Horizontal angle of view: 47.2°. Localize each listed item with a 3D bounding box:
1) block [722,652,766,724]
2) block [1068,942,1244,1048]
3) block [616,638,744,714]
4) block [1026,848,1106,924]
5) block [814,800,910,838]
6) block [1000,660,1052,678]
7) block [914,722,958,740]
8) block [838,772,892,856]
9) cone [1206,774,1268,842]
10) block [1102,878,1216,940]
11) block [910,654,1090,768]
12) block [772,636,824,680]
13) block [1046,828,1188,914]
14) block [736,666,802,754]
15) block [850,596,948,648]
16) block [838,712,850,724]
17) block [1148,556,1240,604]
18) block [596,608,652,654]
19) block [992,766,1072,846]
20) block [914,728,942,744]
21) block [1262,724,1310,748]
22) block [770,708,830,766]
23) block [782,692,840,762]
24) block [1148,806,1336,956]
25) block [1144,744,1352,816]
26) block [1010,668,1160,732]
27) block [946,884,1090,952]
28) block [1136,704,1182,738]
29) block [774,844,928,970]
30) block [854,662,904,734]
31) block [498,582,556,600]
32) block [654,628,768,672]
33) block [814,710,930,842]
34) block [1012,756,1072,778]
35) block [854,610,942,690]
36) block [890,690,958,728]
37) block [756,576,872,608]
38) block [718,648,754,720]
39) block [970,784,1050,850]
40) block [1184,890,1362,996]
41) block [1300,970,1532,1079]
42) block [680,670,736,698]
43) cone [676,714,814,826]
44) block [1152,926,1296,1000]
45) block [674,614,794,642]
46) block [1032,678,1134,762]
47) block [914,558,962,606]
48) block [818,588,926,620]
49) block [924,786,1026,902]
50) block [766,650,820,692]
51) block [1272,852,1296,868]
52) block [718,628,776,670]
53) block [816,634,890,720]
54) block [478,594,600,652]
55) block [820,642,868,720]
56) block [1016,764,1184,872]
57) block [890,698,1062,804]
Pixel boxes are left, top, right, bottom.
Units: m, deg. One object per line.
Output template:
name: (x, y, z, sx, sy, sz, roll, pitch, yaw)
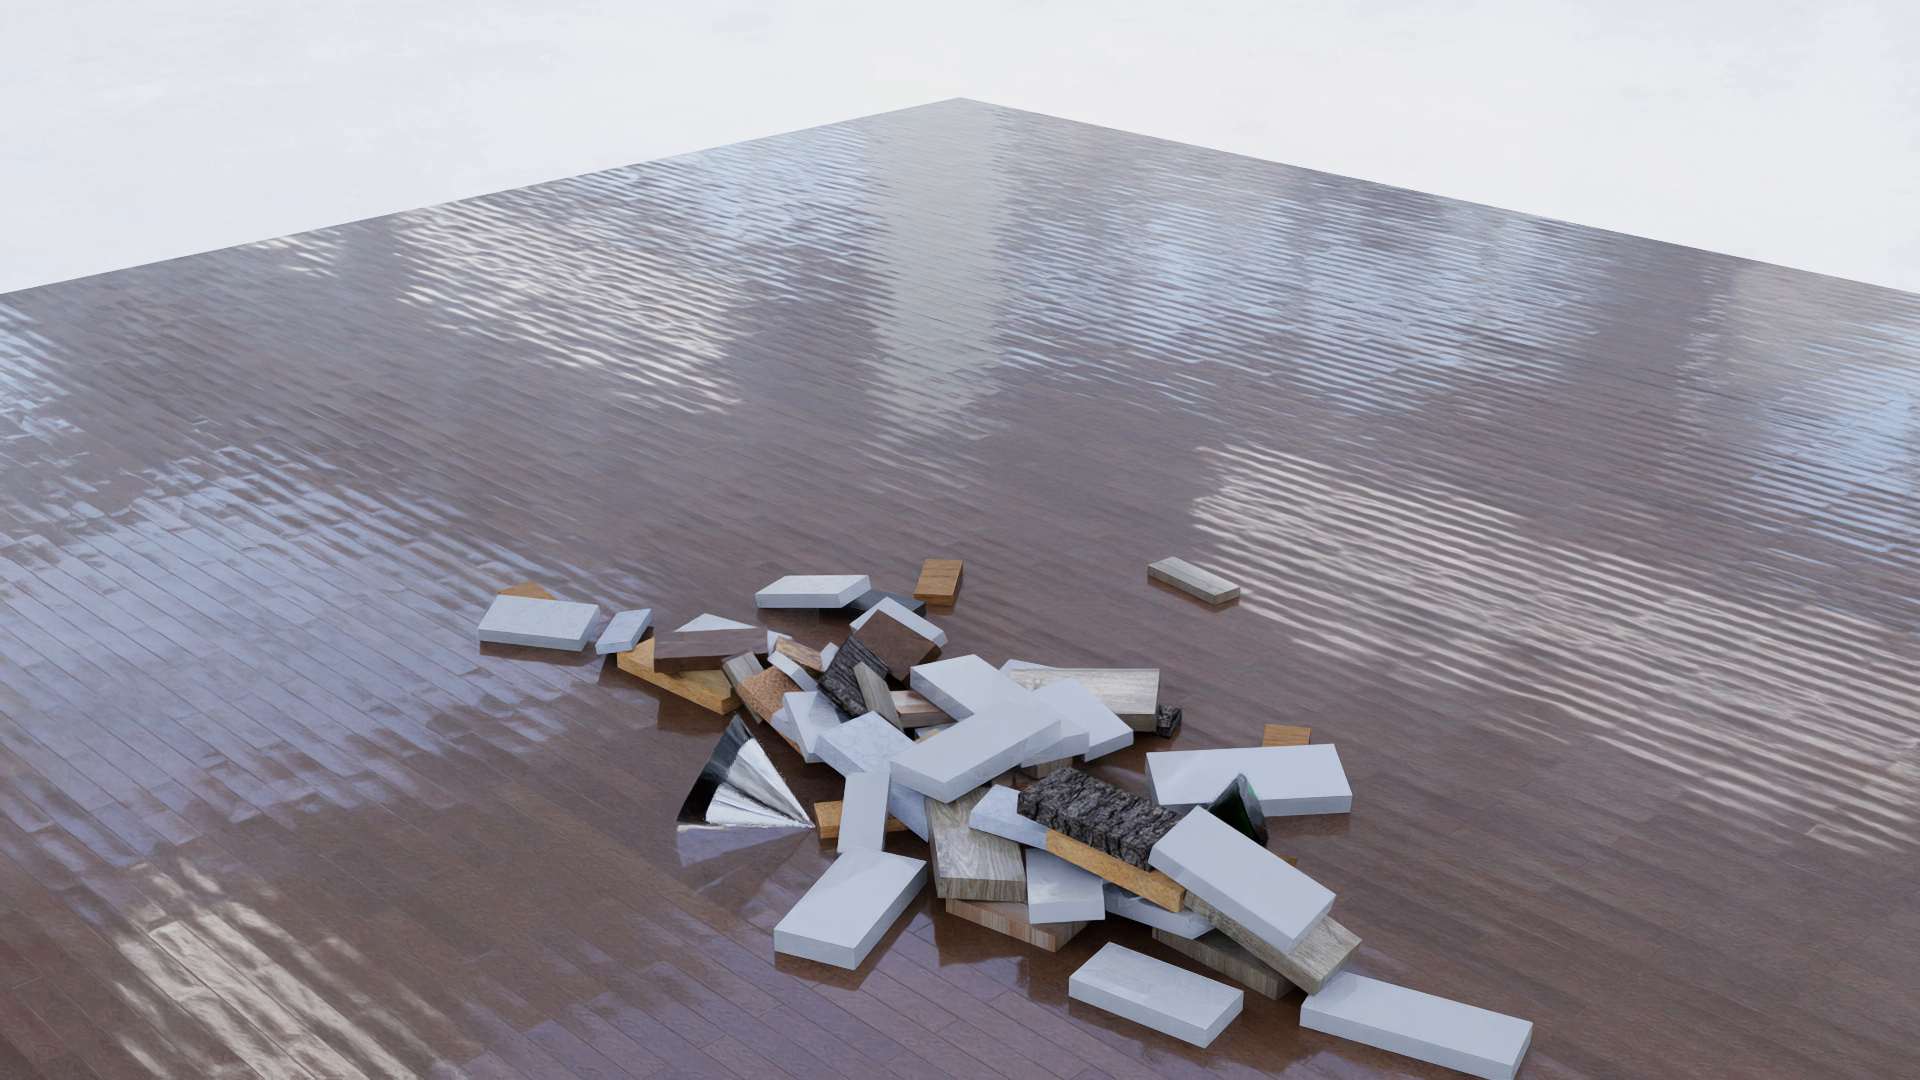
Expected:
block: (-0.450, 0.324, 4.833, 0.076, 0.022, 0.152, -22, 73, -43)
block: (0.342, 0.793, 3.843, 0.272, 0.039, 0.136, 15, 27, 31)
block: (-0.614, 0.304, 4.997, 0.356, 0.036, 0.128, 19, 30, 38)
block: (0.193, 0.638, 4.087, 0.136, 0.039, 0.272, -4, 13, 1)
block: (-0.192, 0.555, 4.419, 0.191, 0.027, 0.095, -4, 23, -10)
block: (0.197, 0.326, 4.950, 0.231, 0.033, 0.116, 10, 25, 22)
block: (-0.018, 0.450, 4.663, 0.101, 0.029, 0.202, -7, 24, -17)
block: (-0.187, 0.541, 4.328, 0.088, 0.025, 0.175, -1, 55, 10)
cone: (0.514, 0.556, 4.366, 0.146, 0.146, 0.146, -23, 18, 16)
block: (0.381, 0.660, 4.055, 0.142, 0.040, 0.283, -19, 16, -33)
block: (0.078, 0.358, 4.680, 0.161, 0.046, 0.487, -10, 21, -27)
block: (-0.343, 0.277, 4.987, 0.167, 0.024, 0.084, 23, 23, -10)
block: (0.323, 0.582, 4.056, 0.299, 0.042, 0.149, 22, 30, 34)
block: (-0.370, 0.367, 4.747, 0.217, 0.031, 0.108, 41, 41, 23)
block: (-0.145, 0.218, 5.150, 0.117, 0.033, 0.234, -37, 37, -20)
block: (-0.217, 0.440, 4.598, 0.191, 0.027, 0.095, 35, 38, 26)
block: (0.583, 0.100, 5.493, 0.088, 0.025, 0.239, -17, 28, -35)
block: (-0.789, 0.214, 5.173, 0.084, 0.024, 0.241, -7, 16, 6)
block: (0.147, 0.518, 4.481, 0.164, 0.047, 0.329, 0, 23, 1)
block: (-0.022, 0.455, 4.567, 0.101, 0.029, 0.202, -31, 31, -31)
block: (0.688, 0.450, 4.665, 0.096, 0.027, 0.192, 5, 23, 11)
block: (-0.283, 0.414, 4.661, 0.217, 0.031, 0.108, 31, 37, 22)
block: (-0.299, 0.389, 4.590, 0.095, 0.027, 0.191, -1, 37, -23)
block: (0.500, 0.602, 3.910, 0.299, 0.042, 0.149, 32, 42, 24)
block: (0.587, 0.495, 4.494, 0.394, 0.046, 0.162, -2, 35, -5)
block: (0.268, 0.348, 4.805, 0.328, 0.047, 0.164, 0, 32, 10)
block: (0.107, 0.688, 4.096, 0.241, 0.034, 0.121, 15, 27, 32)
block: (0.381, 0.386, 4.816, 0.192, 0.027, 0.096, 8, 24, 19)
block: (-0.200, 0.680, 4.099, 0.161, 0.046, 0.322, 9, 25, 21)
block: (-0.173, 0.342, 4.689, 0.025, 0.088, 0.175, -38, 37, 11)
block: (-1.040, 0.156, 5.359, 0.094, 0.027, 0.189, -16, 28, -33)
block: (-0.562, 0.248, 4.970, 0.255, 0.036, 0.127, -3, 25, -5)
block: (-0.123, 0.476, 4.457, 0.329, 0.047, 0.164, 35, 34, 29)
block: (0.126, 0.437, 4.565, 0.101, 0.029, 0.202, -17, 25, -40)
block: (-0.154, 0.250, 5.053, 0.117, 0.033, 0.234, -47, 40, -13)
block: (-0.057, 0.365, 4.800, 0.231, 0.033, 0.116, 0, 20, -31)
block: (-0.358, 0.125, 5.344, 0.255, 0.036, 0.127, -1, 19, 34)
block: (-0.463, 0.319, 4.858, 0.076, 0.022, 0.152, -23, 74, -43)
block: (0.153, 0.541, 4.215, 0.241, 0.034, 0.121, 14, 25, 21)
block: (0.553, 0.676, 3.898, 0.283, 0.040, 0.142, 34, 43, 26)
block: (0.779, 0.828, 3.761, 0.365, 0.039, 0.136, 11, 26, 25)
block: (-0.541, 0.303, 4.923, 0.167, 0.024, 0.084, 19, 29, 37)
cone: (-0.398, 0.515, 4.405, 0.248, 0.248, 0.248, 29, 26, 0)
block: (0.503, 0.731, 3.987, 0.283, 0.040, 0.142, 21, 31, 40)
block: (-0.533, 0.239, 5.151, 0.257, 0.036, 0.128, 13, 26, 28)
block: (0.251, 0.380, 4.674, 0.121, 0.034, 0.241, -18, 33, -24)
block: (-0.052, 0.104, 5.482, 0.094, 0.027, 0.215, 3, 23, 6)
block: (-0.213, 0.161, 5.338, 0.234, 0.033, 0.117, 13, 26, 29)
block: (0.026, 0.577, 4.212, 0.161, 0.046, 0.322, 4, 25, -8)
block: (-0.353, 0.307, 4.836, 0.031, 0.108, 0.217, -45, 18, -9)
block: (0.467, 0.604, 4.196, 0.323, 0.046, 0.162, 8, 0, 19)
block: (-0.497, 0.251, 5.042, 0.189, 0.027, 0.094, 11, 26, 24)
block: (-0.231, 0.299, 4.795, 0.116, 0.033, 0.389, 42, 11, -3)
block: (-0.997, 0.196, 5.211, 0.256, 0.036, 0.128, 5, 39, 13)
block: (-0.234, 0.332, 4.834, 0.127, 0.036, 0.284, 38, 12, -21)
block: (0.271, 0.516, 4.092, 0.299, 0.042, 0.149, 20, 29, 33)
block: (0.034, 0.419, 4.399, 0.323, 0.046, 0.162, -25, 28, -37)
